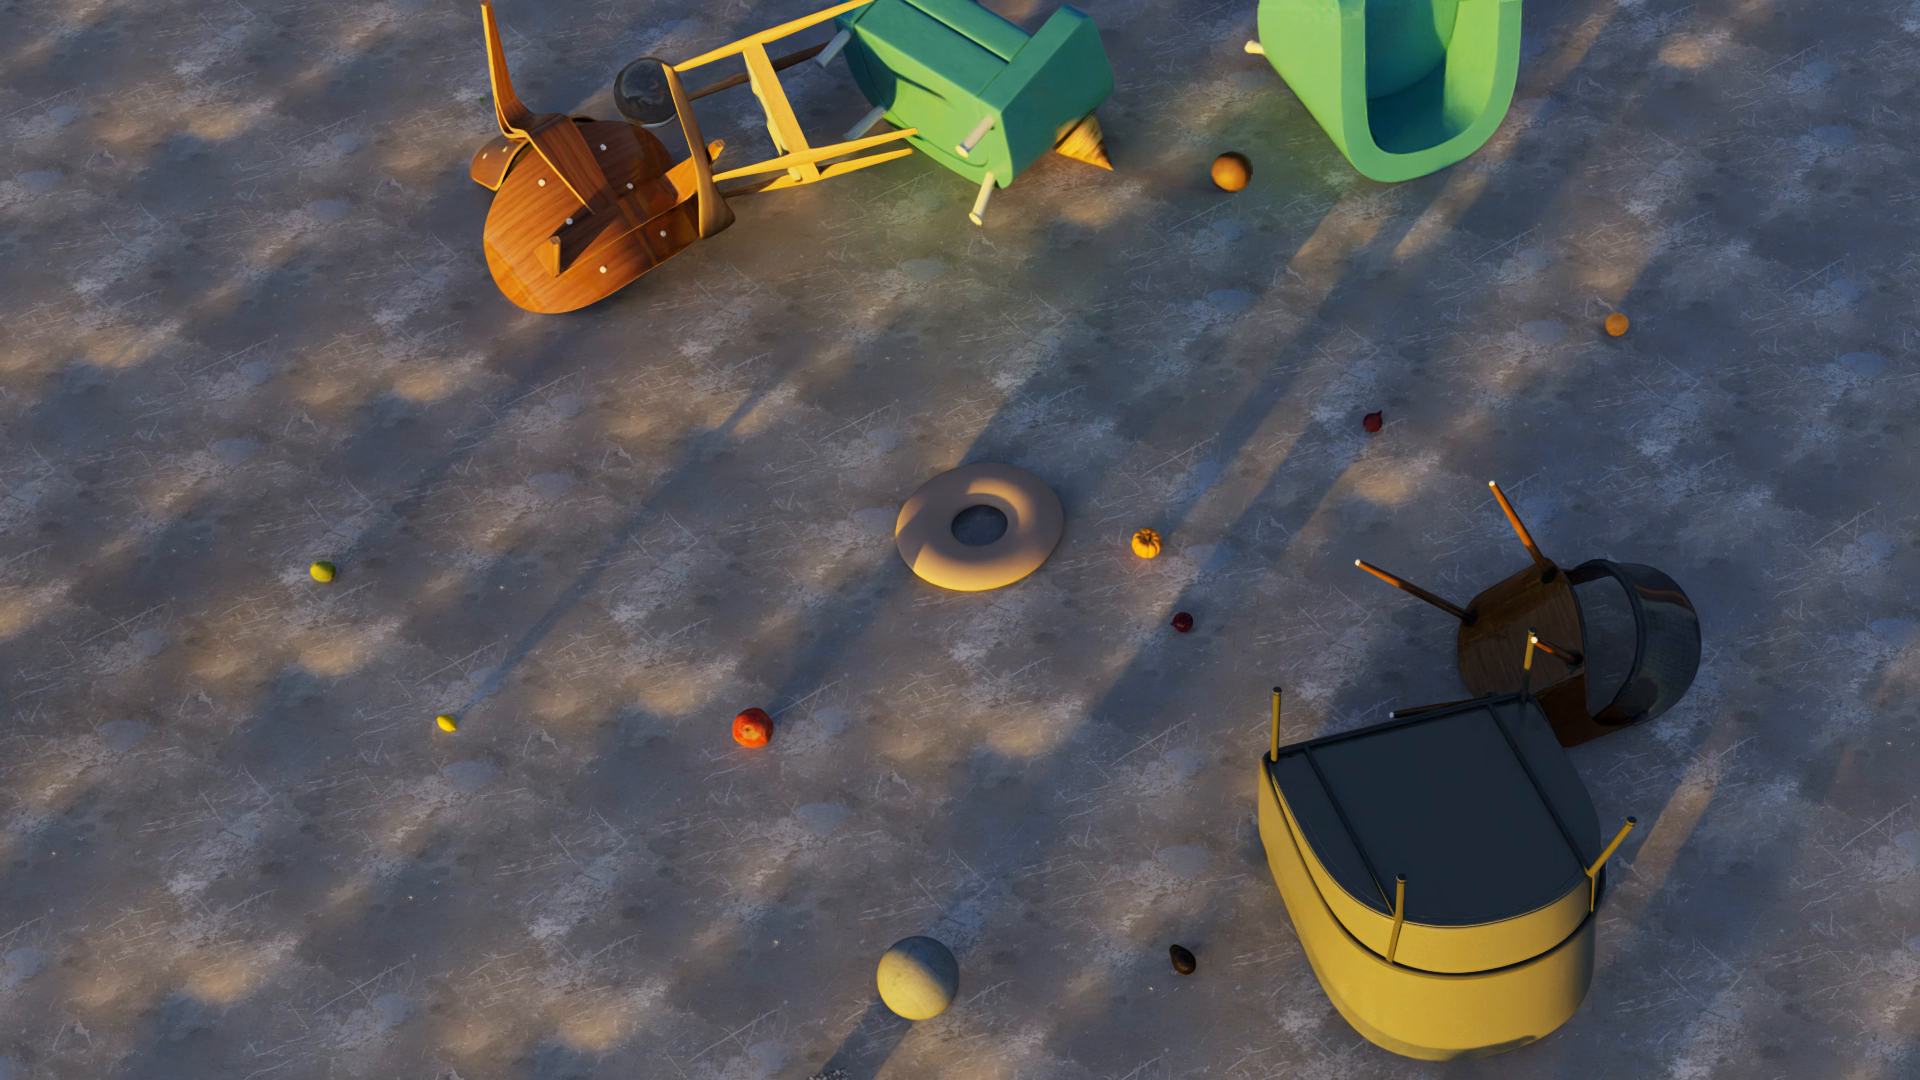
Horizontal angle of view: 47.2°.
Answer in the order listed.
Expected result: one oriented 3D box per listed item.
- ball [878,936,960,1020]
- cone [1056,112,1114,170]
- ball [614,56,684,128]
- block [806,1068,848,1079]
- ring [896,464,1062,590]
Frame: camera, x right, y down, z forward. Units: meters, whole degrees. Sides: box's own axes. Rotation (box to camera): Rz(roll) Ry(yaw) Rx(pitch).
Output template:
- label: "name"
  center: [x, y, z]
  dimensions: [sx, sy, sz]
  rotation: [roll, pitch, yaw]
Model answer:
- label: "ball"
  center: [-0.108, 1.132, 5.686]
  dimensions: [0.213, 0.213, 0.213]
  rotation: [0, 56, 0]
- label: "cone"
  center: [0.453, -1.309, 7.402]
  dimensions: [0.184, 0.186, 0.192]
  rotation: [45, 54, -4]
- label: "ball"
  center: [-1.053, -1.514, 7.446]
  dimensions: [0.239, 0.239, 0.239]
  rotation: [0, 56, 0]
- label: "block"
  center: [-0.331, 1.402, 5.584]
  dimensions: [0.100, 0.081, 0.076]
  rotation: [-13, 57, -8]
- label: "ring"
  center: [0.059, -0.043, 6.561]
  dimensions: [0.514, 0.071, 0.441]
  rotation: [-21, 59, -13]
